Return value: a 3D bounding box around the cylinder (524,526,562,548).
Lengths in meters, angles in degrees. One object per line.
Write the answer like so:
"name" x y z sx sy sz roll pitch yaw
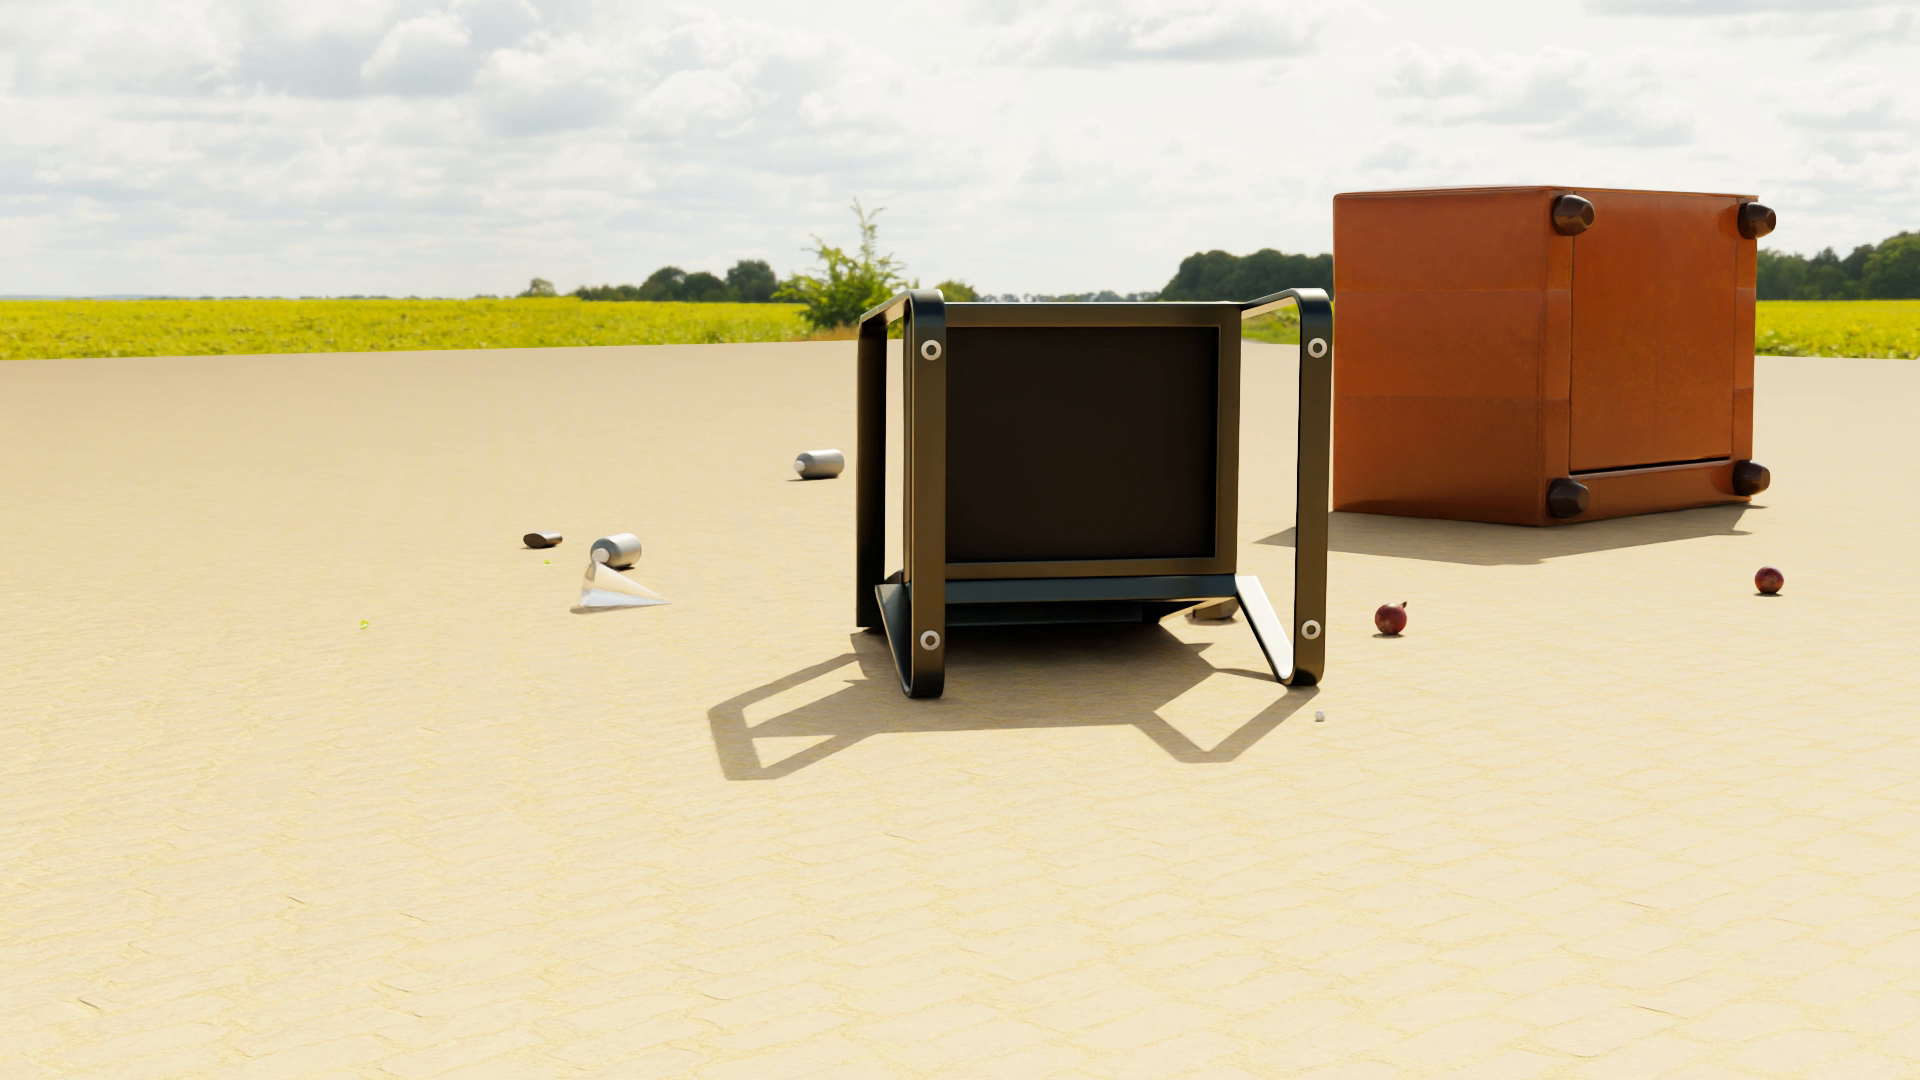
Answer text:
"cylinder" -1.017 -0.002 6.255 0.069 0.036 0.070 12 28 15

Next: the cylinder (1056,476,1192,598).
"cylinder" 0.340 -0.008 5.338 0.283 0.237 0.175 1 6 11

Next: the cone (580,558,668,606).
"cone" -0.658 0.107 5.143 0.182 0.094 0.111 19 -14 -17
